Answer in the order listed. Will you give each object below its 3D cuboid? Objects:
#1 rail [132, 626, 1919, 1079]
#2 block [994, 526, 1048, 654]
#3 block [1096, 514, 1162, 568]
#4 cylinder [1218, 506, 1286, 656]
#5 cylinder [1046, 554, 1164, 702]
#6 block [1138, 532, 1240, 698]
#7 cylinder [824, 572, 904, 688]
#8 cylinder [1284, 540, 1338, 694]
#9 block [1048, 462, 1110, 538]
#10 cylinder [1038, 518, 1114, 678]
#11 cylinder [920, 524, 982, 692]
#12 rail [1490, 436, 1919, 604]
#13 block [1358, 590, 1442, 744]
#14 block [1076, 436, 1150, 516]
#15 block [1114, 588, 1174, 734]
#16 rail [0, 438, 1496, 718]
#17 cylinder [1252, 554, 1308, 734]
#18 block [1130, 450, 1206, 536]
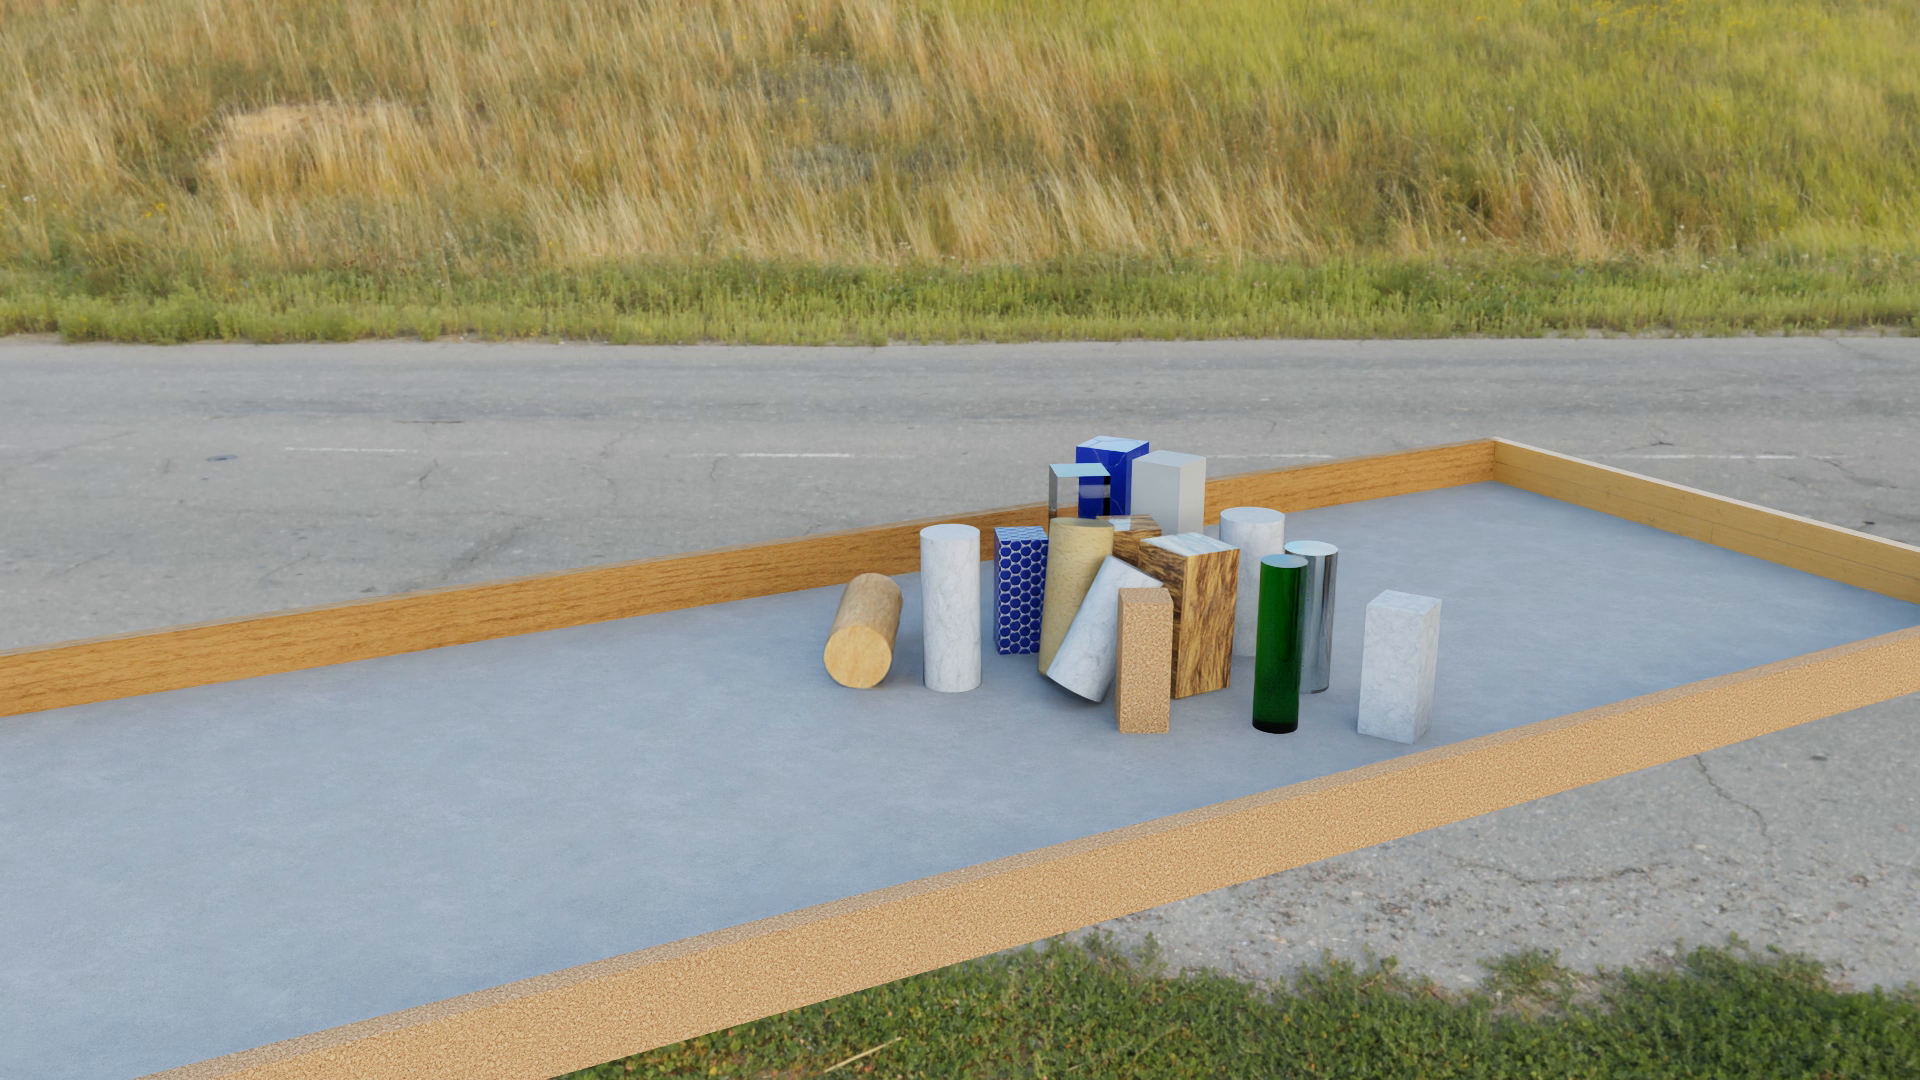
[{"bbox_3d":[-2.336,1.006,1.665,12.000,0.150,0.050,-9,18,-27],"label":"rail"},{"bbox_3d":[0.159,0.132,4.352,0.127,0.312,0.127,-1,16,-5],"label":"block"},{"bbox_3d":[0.441,0.114,4.377,0.146,0.332,0.146,-2,16,-6],"label":"block"},{"bbox_3d":[0.763,0.108,4.350,0.168,0.360,0.168,0,16,0],"label":"cylinder"},{"bbox_3d":[0.350,0.213,3.993,0.153,0.325,0.153,27,4,-2],"label":"cylinder"},{"bbox_3d":[0.557,0.183,4.087,0.173,0.359,0.173,-8,18,-32],"label":"block"},{"bbox_3d":[-0.245,0.229,4.280,0.166,0.166,0.430,1,16,2],"label":"cylinder"},{"bbox_3d":[0.857,0.190,4.075,0.129,0.356,0.129,0,16,0],"label":"cylinder"},{"bbox_3d":[0.328,0.009,4.582,0.145,0.419,0.145,-2,16,-6],"label":"block"},{"bbox_3d":[0.291,0.146,4.136,0.161,0.386,0.161,4,9,-1],"label":"cylinder"},{"bbox_3d":[-0.022,0.168,4.084,0.147,0.391,0.147,-1,17,0],"label":"cylinder"},{"bbox_3d":[2.466,-0.048,5.253,0.050,0.150,2.100,-9,18,-27],"label":"rail"},{"bbox_3d":[1.014,0.291,3.807,0.131,0.314,0.131,10,19,32],"label":"block"},{"bbox_3d":[0.443,-0.073,4.839,0.159,0.430,0.159,9,19,28],"label":"block"},{"bbox_3d":[0.427,0.280,3.838,0.113,0.318,0.113,0,16,-1],"label":"block"},{"bbox_3d":[-3.305,0.497,3.399,12.000,0.150,0.050,-9,18,-27],"label":"rail"},{"bbox_3d":[0.740,0.241,3.819,0.106,0.404,0.106,0,16,0],"label":"cylinder"},{"bbox_3d":[0.574,-0.008,4.583,0.148,0.450,0.148,11,20,34],"label":"block"}]
